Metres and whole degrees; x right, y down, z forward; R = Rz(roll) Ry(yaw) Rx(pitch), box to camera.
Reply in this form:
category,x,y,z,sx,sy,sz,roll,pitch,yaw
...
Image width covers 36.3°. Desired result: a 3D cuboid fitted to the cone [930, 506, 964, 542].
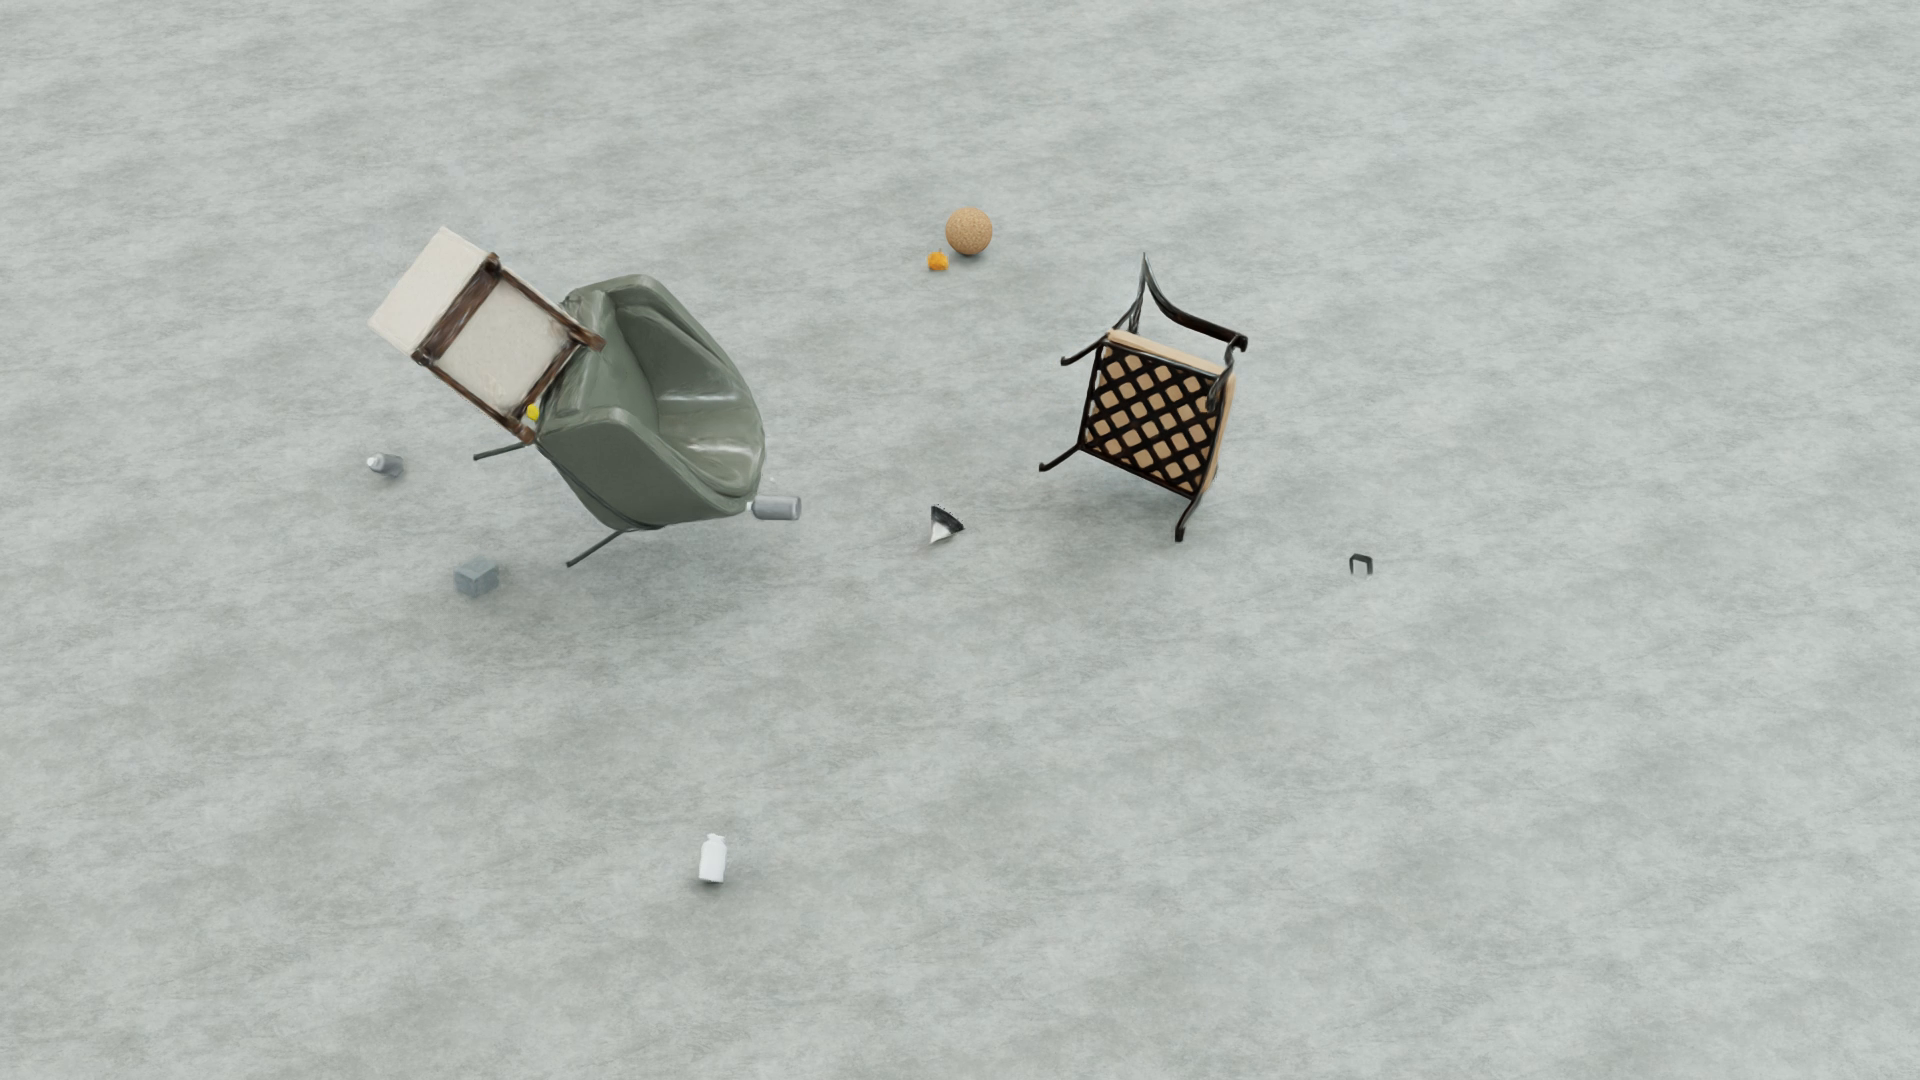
category,x,y,z,sx,sy,sz,roll,pitch,yaw
cone,-0.079,-0.036,10.941,0.155,0.154,0.115,28,76,30

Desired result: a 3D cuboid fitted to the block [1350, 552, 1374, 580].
category,x,y,z,sx,sy,sz,roll,pitch,yaw
block,1.372,0.091,10.027,0.067,0.071,0.037,17,41,34

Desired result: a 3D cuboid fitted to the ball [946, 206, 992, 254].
category,x,y,z,sx,sy,sz,roll,pitch,yaw
ball,0.039,-1.350,12.804,0.209,0.209,0.209,0,33,0

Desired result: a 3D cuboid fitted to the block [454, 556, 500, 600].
category,x,y,z,sx,sy,sz,roll,pitch,yaw
block,-1.755,0.137,10.656,0.102,0.089,0.121,23,40,31
